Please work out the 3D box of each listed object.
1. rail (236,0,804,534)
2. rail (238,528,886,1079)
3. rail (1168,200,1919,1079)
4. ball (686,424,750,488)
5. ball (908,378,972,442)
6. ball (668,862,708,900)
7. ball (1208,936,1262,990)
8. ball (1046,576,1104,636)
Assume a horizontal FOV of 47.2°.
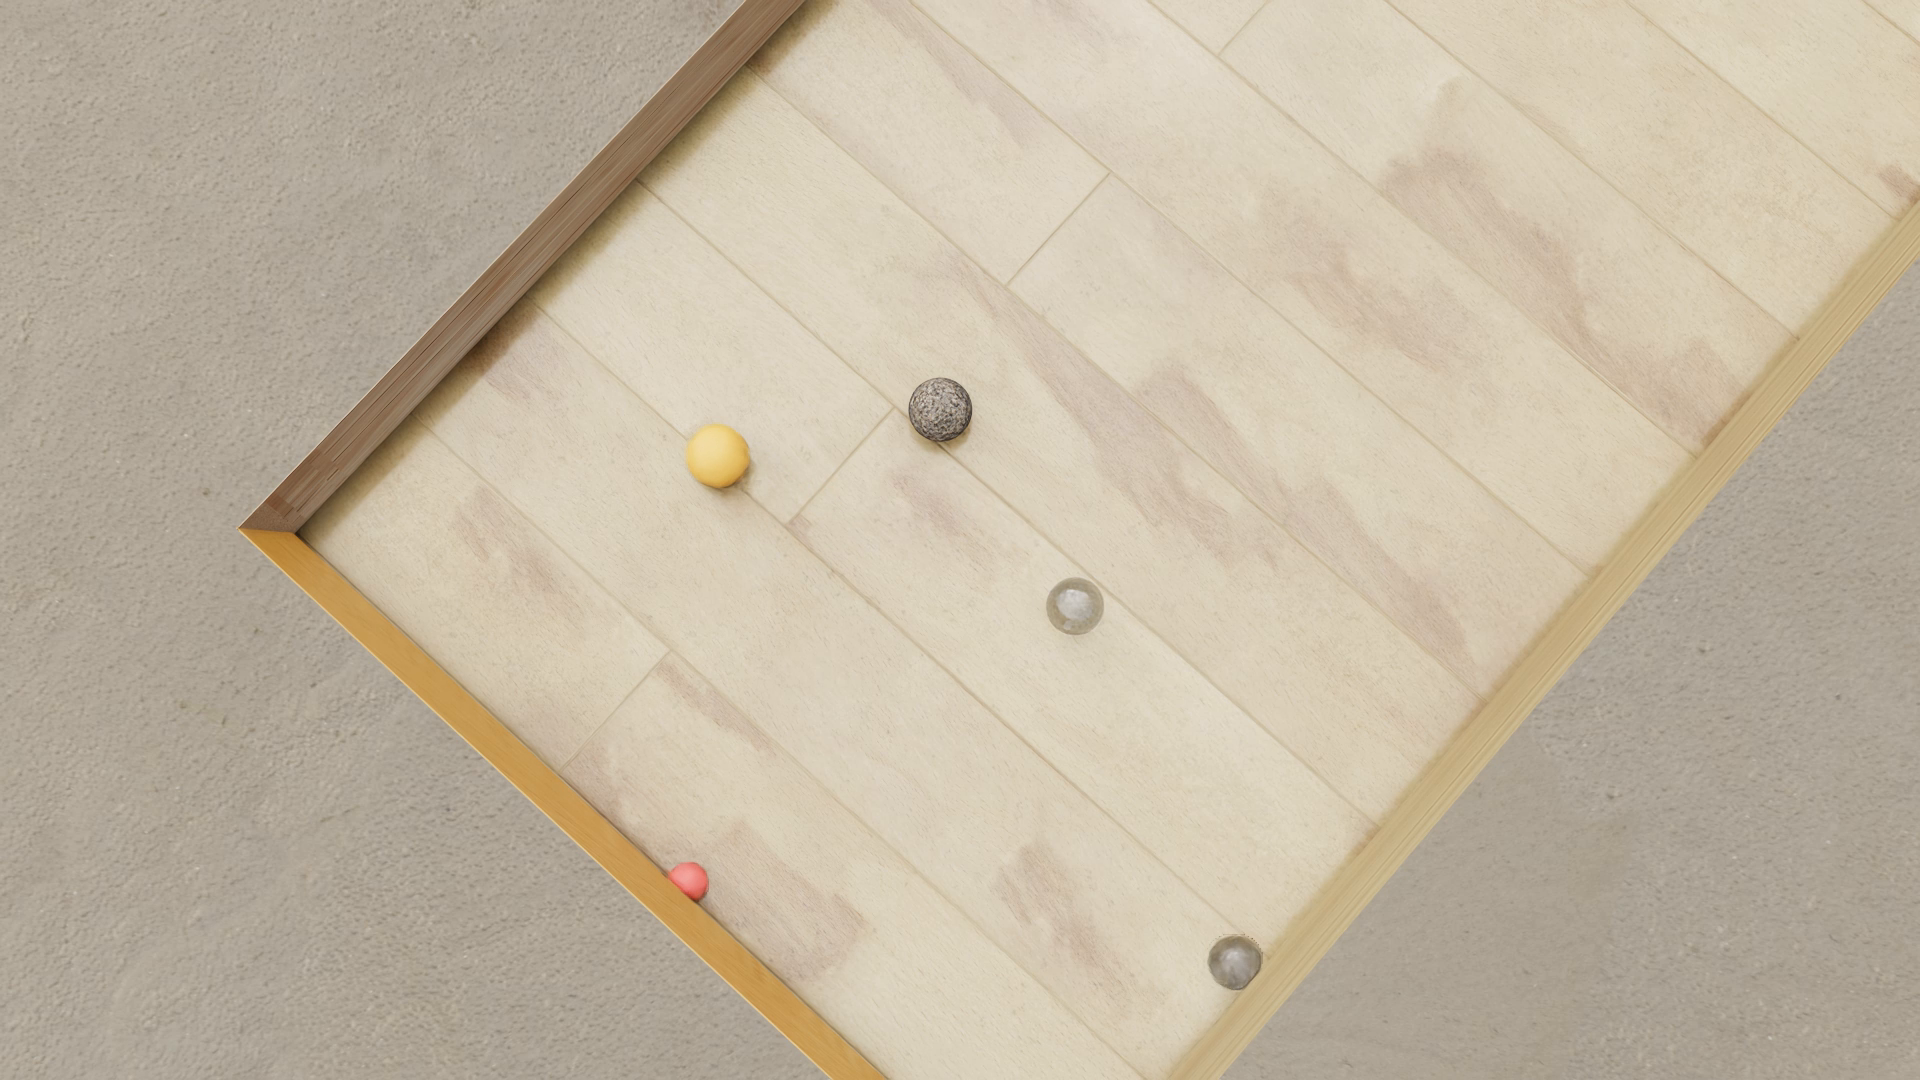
[{"bbox_3d":[-0.103,-1.017,3.422,0.045,0.125,2.792,41,83,6],"label":"rail"},{"bbox_3d":[-0.449,0.492,3.167,1.571,0.125,0.045,41,83,6],"label":"rail"},{"bbox_3d":[1.033,-0.016,3.253,0.045,0.125,2.792,41,83,6],"label":"rail"},{"bbox_3d":[-0.362,-0.125,3.288,0.094,0.094,0.094,0,80,0],"label":"ball"},{"bbox_3d":[-0.029,-0.196,3.299,0.096,0.096,0.096,0,80,0],"label":"ball"},{"bbox_3d":[-0.396,0.497,3.202,0.058,0.058,0.058,0,80,0],"label":"ball"},{"bbox_3d":[0.396,0.610,3.173,0.077,0.077,0.077,0,80,0],"label":"ball"},{"bbox_3d":[0.170,0.098,3.254,0.088,0.088,0.088,0,80,0],"label":"ball"}]
